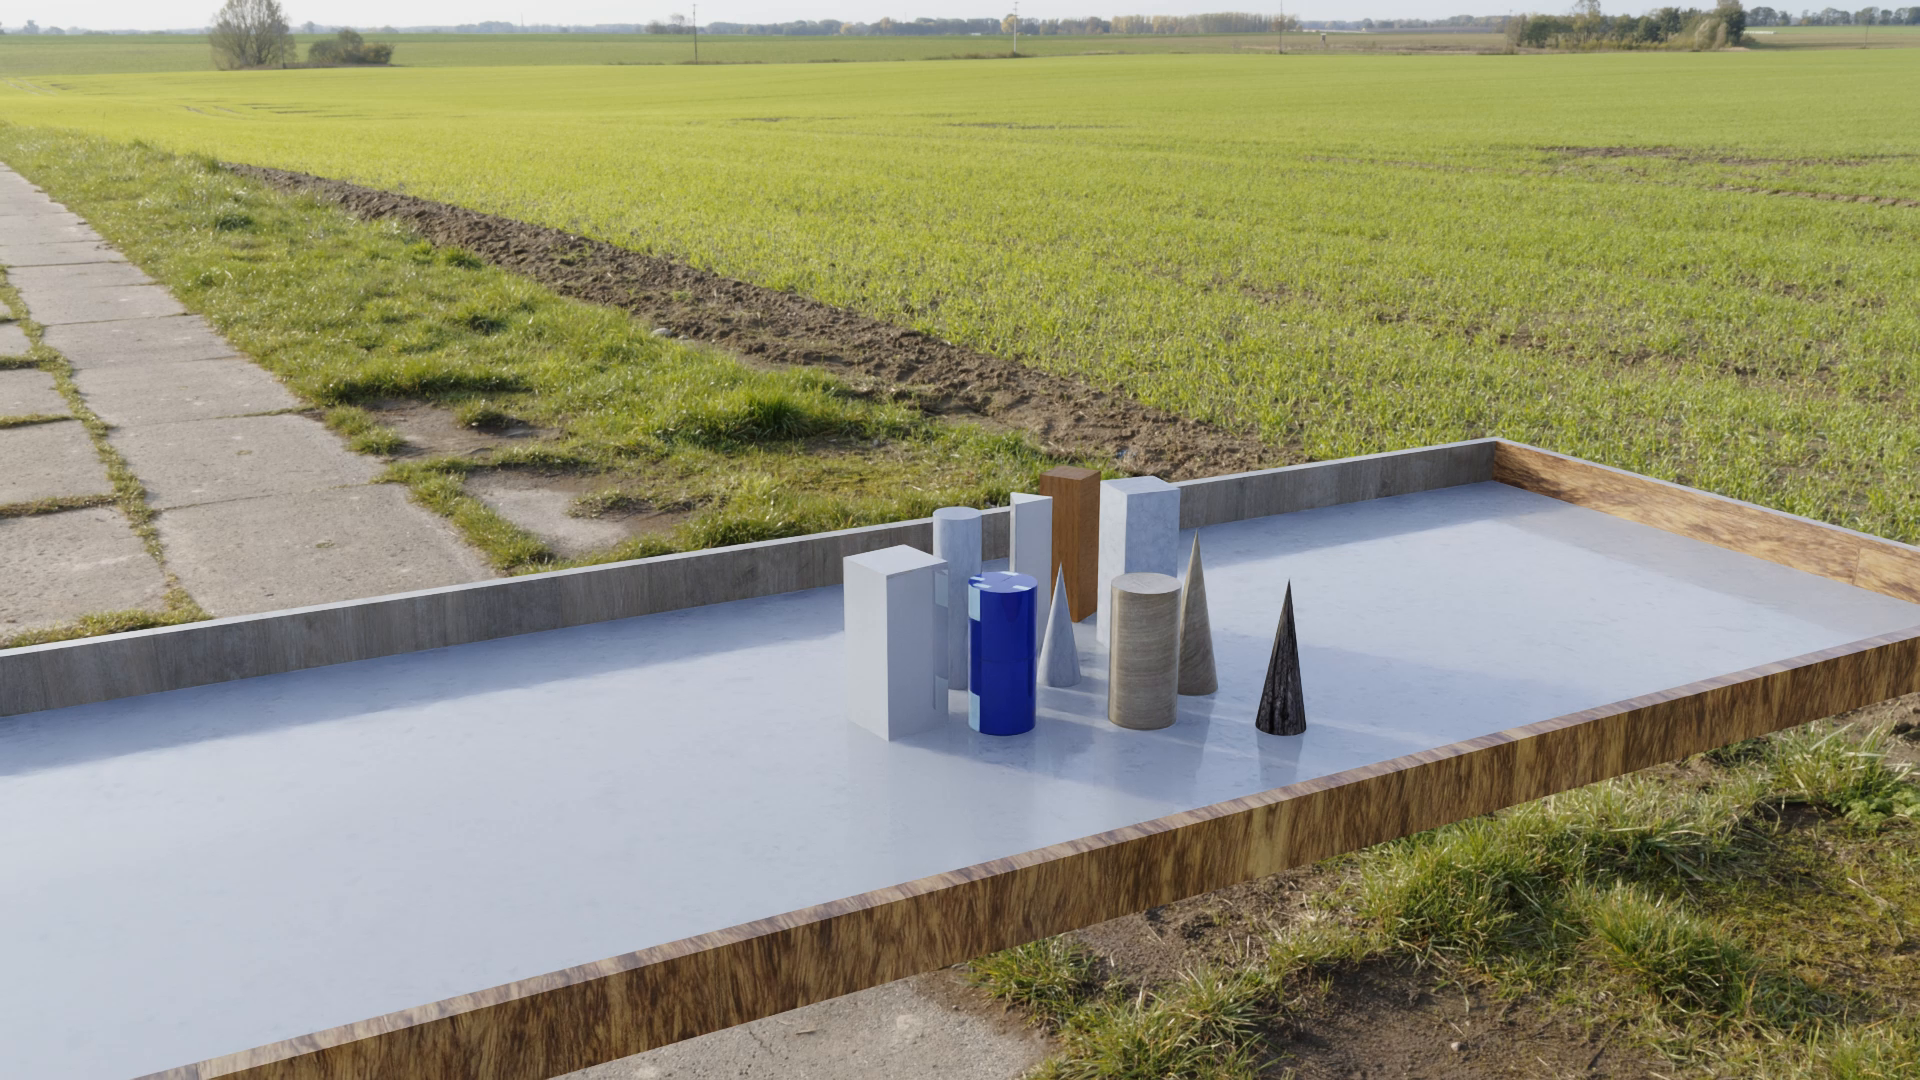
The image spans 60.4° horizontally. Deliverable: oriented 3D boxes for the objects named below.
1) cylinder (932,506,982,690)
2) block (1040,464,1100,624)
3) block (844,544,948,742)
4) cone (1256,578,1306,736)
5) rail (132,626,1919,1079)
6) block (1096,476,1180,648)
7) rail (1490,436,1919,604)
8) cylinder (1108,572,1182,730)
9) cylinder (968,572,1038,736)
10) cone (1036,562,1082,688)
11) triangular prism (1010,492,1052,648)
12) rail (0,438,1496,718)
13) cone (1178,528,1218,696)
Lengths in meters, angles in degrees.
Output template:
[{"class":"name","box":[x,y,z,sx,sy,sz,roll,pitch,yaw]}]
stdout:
[{"class":"cylinder","box":[-0.006,0.144,4.086,0.120,0.438,0.120,0,16,0]},{"class":"block","box":[0.304,0.010,4.596,0.126,0.409,0.126,10,19,29]},{"class":"block","box":[-0.148,0.236,3.842,0.172,0.400,0.172,-12,20,-36]},{"class":"cone","box":[0.753,0.260,3.819,0.118,0.367,0.118,0,16,0]},{"class":"rail","box":[-2.336,1.006,1.665,12.000,0.150,0.050,-9,18,-27]},{"class":"block","box":[0.467,0.069,4.337,0.153,0.442,0.153,-6,18,-20]},{"class":"rail","box":[2.466,-0.048,5.253,0.050,0.150,2.100,-9,18,-27]},{"class":"cylinder","box":[0.433,0.260,3.874,0.163,0.335,0.163,0,16,0]},{"class":"cylinder","box":[0.099,0.263,3.841,0.160,0.349,0.160,0,16,0]},{"class":"cone","box":[0.249,0.202,4.116,0.115,0.311,0.115,0,16,0]},{"class":"triangular prism","box":[0.163,0.083,4.348,0.117,0.409,0.101,-11,20,-33]},{"class":"rail","box":[-3.305,0.497,3.399,12.000,0.150,0.050,-9,18,-27]},{"class":"cone","box":[0.575,0.166,4.059,0.137,0.412,0.137,0,16,0]}]
